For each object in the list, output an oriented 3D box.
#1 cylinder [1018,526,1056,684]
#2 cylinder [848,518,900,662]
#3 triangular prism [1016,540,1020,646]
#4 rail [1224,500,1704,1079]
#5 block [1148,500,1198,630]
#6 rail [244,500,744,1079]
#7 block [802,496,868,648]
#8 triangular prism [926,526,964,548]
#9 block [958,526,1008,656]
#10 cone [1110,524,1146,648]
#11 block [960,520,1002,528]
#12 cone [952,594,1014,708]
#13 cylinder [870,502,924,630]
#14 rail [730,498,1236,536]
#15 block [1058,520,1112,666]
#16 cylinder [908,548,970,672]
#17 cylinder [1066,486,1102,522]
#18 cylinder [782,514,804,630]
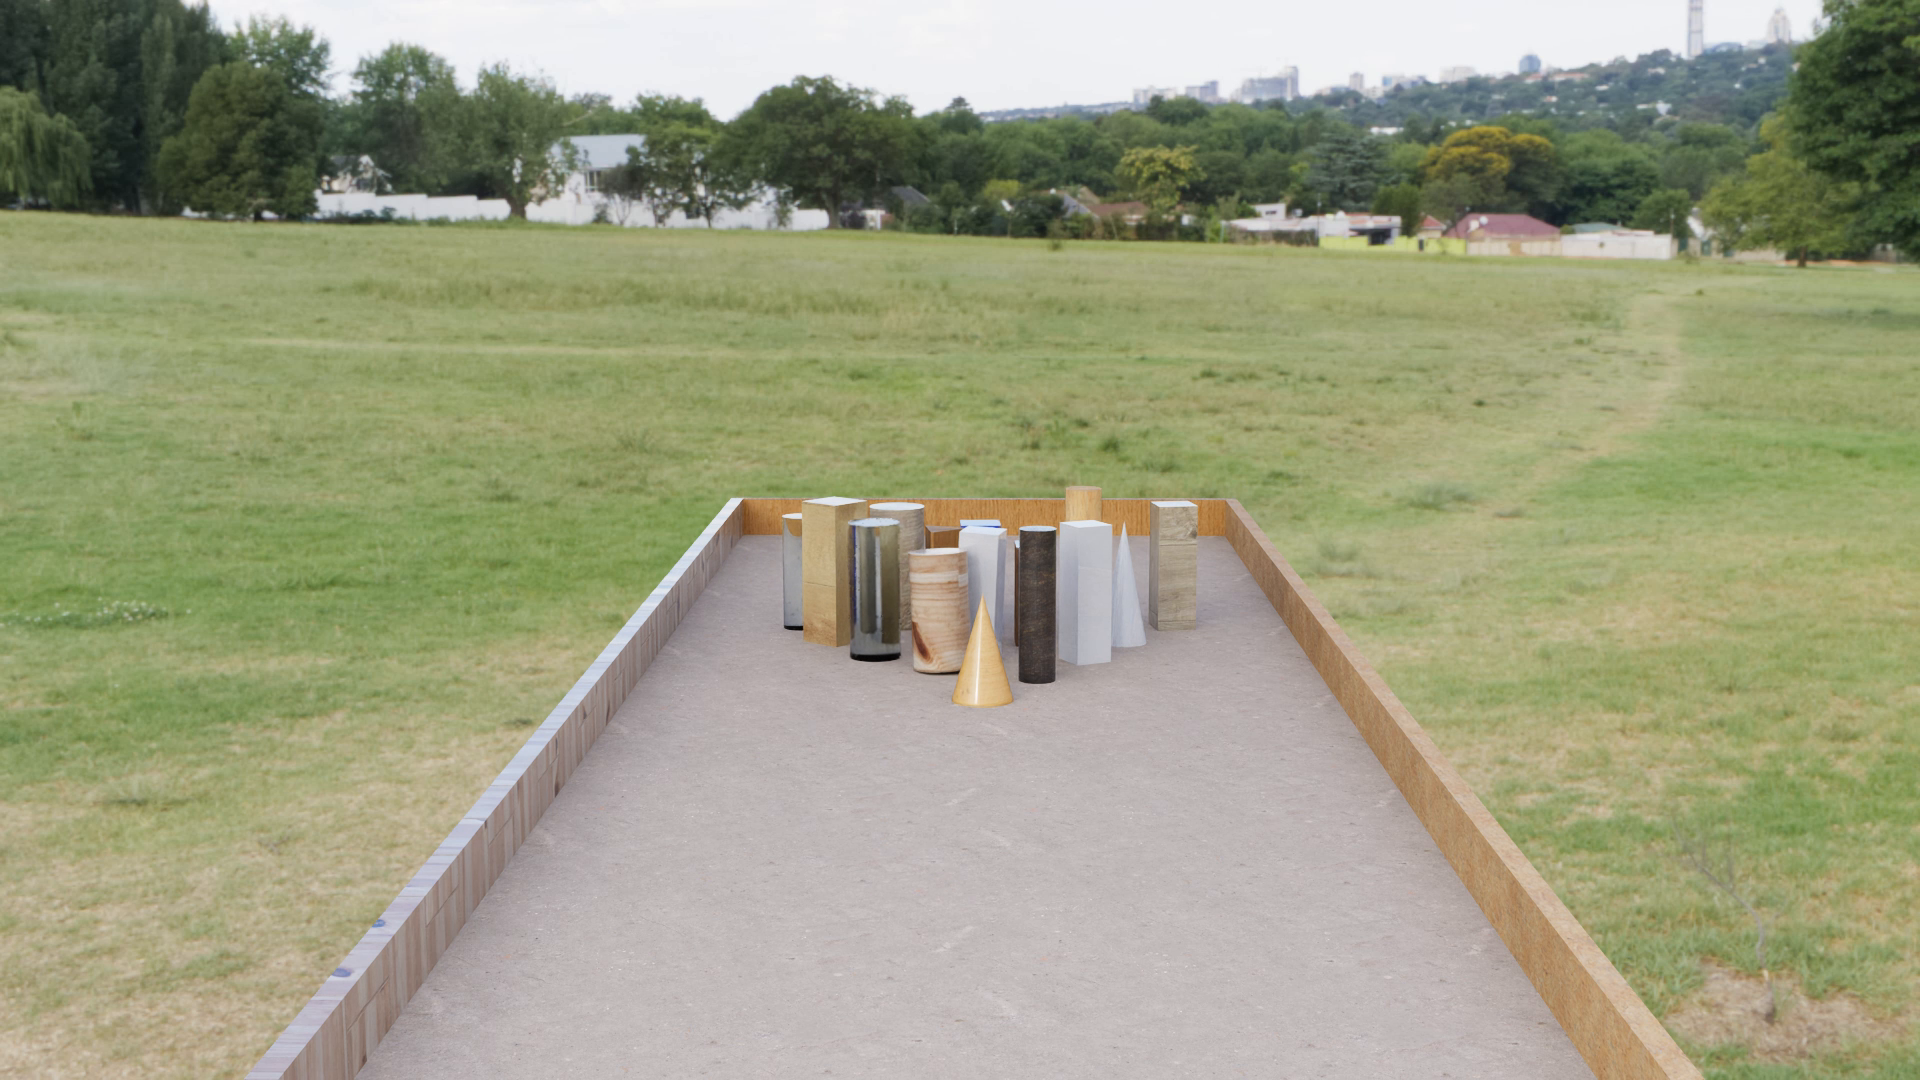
[{"bbox_3d":[0.225,0.188,6.393,0.109,0.448,0.109,0,9,0],"label":"cylinder"},{"bbox_3d":[-0.261,0.152,6.715,0.157,0.417,0.157,0,9,0],"label":"cylinder"},{"bbox_3d":[0.207,0.165,6.958,0.135,0.316,0.117,-5,10,-31],"label":"triangular prism"},{"bbox_3d":[1.046,0.843,3.208,0.050,0.150,12.000,0,9,1],"label":"rail"},{"bbox_3d":[0.695,0.083,7.184,0.127,0.407,0.127,-1,9,-9],"label":"block"},{"bbox_3d":[-1.004,0.839,3.234,0.050,0.150,12.000,0,9,1],"label":"rail"},{"bbox_3d":[-0.395,0.099,6.955,0.146,0.448,0.146,8,12,40],"label":"block"},{"bbox_3d":[-0.069,0.142,6.951,0.143,0.365,0.124,-7,11,-38],"label":"triangular prism"},{"bbox_3d":[0.062,0.167,6.663,0.120,0.399,0.120,5,10,13],"label":"block"},{"bbox_3d":[0.516,0.132,6.934,0.149,0.389,0.149,0,9,0],"label":"cone"},{"bbox_3d":[0.066,0.114,7.184,0.129,0.345,0.129,0,9,-2],"label":"block"},{"bbox_3d":[0.063,0.299,6.148,0.175,0.305,0.175,0,9,0],"label":"cone"},{"bbox_3d":[-0.205,0.086,7.201,0.180,0.396,0.180,0,9,0],"label":"cylinder"},{"bbox_3d":[0.099,-0.098,9.147,2.100,0.150,0.050,0,9,1],"label":"rail"},{"bbox_3d":[0.380,0.158,6.668,0.116,0.420,0.116,-4,10,-26],"label":"block"},{"bbox_3d":[-0.059,0.207,6.548,0.176,0.350,0.176,-2,6,0],"label":"cylinder"},{"bbox_3d":[0.401,0.058,7.183,0.118,0.457,0.118,0,9,0],"label":"cylinder"},{"bbox_3d":[-0.519,0.104,7.177,0.116,0.368,0.116,0,9,0],"label":"cylinder"}]
